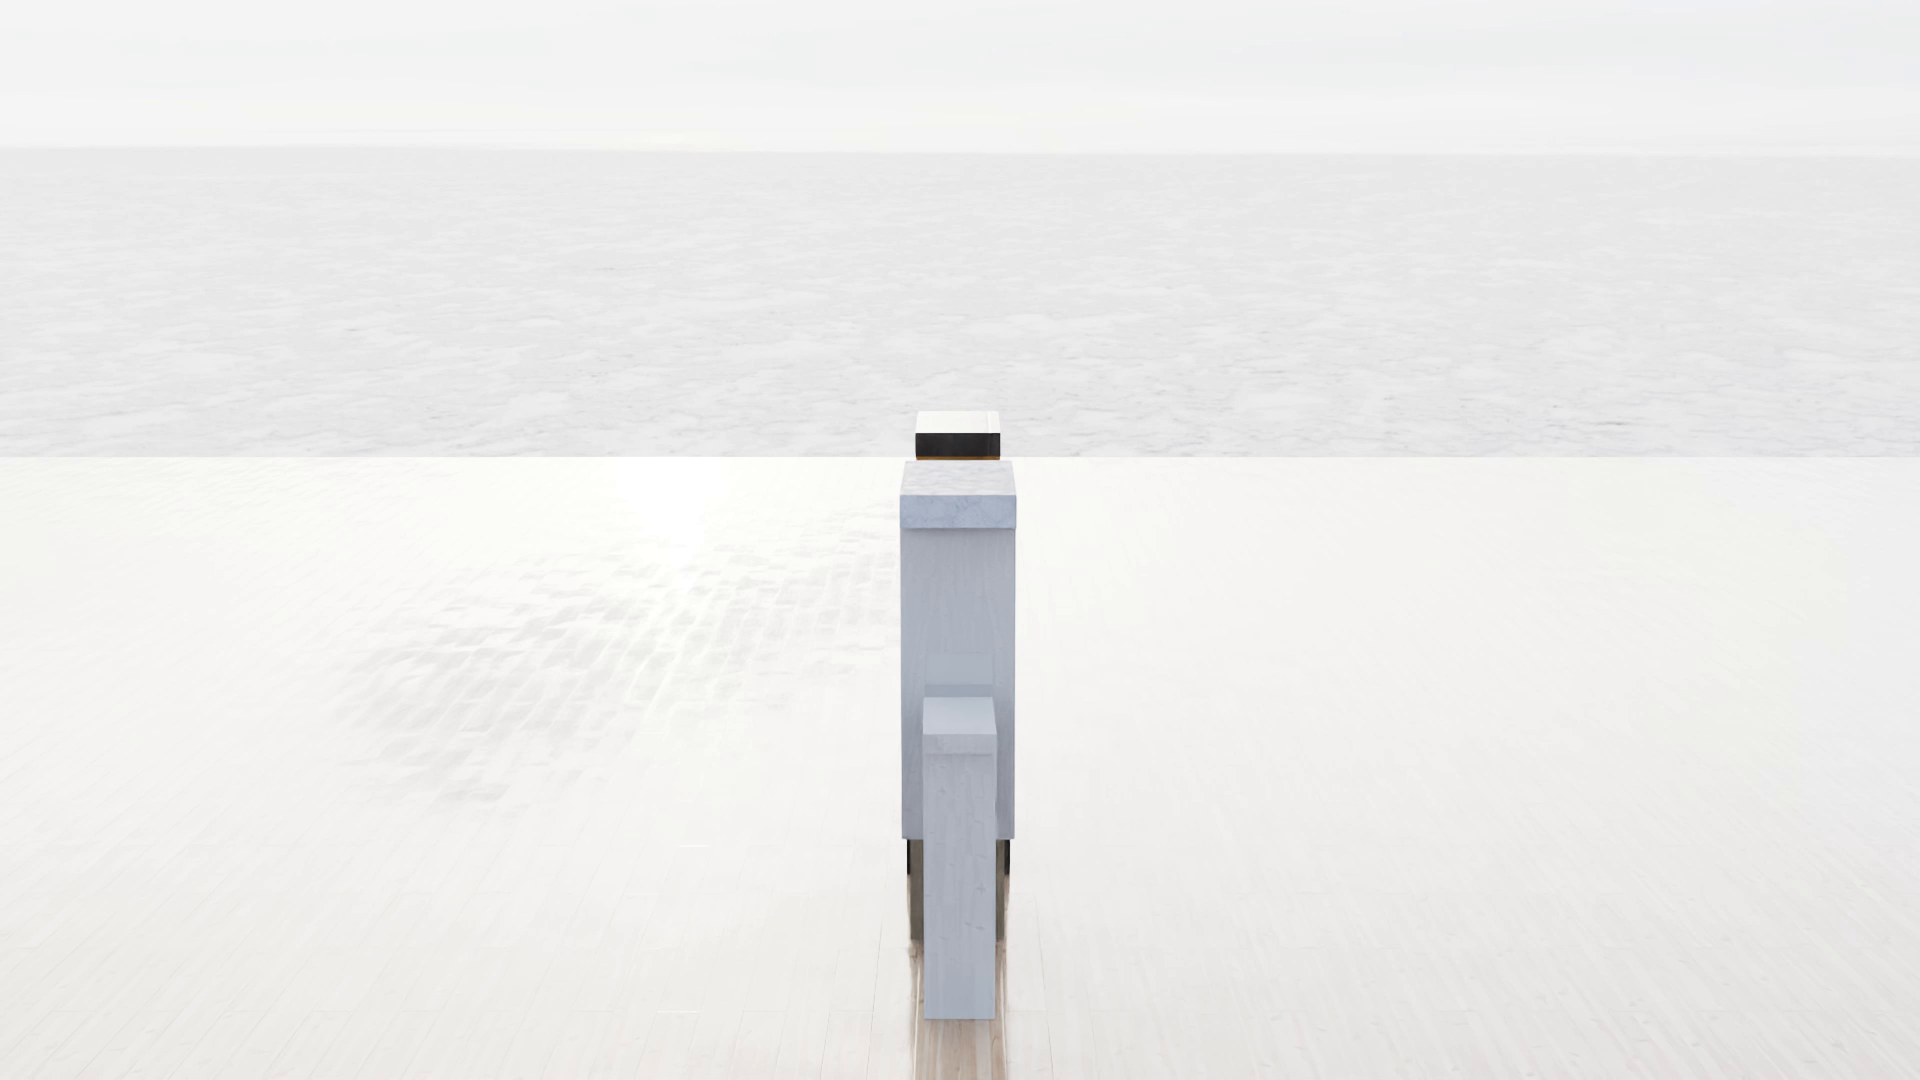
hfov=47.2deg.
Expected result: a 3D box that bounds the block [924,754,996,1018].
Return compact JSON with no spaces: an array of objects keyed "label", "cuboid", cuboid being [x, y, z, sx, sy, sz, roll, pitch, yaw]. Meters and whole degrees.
[{"label":"block","cuboid":[0.000,0.488,3.128,0.102,0.399,0.029,0,11,0]}]

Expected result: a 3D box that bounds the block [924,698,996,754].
[{"label":"block","cuboid":[-0.002,0.265,3.156,0.102,0.029,0.203,0,11,-1]}]

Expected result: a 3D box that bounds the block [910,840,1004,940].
[{"label":"block","cuboid":[-0.004,0.480,3.455,0.148,0.295,0.042,0,11,0]}]

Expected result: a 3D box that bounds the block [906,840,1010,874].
[{"label":"block","cuboid":[-0.003,0.394,3.755,0.177,0.355,0.050,0,11,0]}]

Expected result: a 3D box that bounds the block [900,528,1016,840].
[{"label":"block","cuboid":[-0.003,0.211,3.313,0.172,0.486,0.049,0,11,0]}]

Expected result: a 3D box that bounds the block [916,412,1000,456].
[{"label":"block","cuboid":[-0.004,-0.191,3.931,0.147,0.042,0.294,0,11,0]}]

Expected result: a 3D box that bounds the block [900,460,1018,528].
[{"label":"block","cuboid":[-0.003,-0.073,3.377,0.172,0.049,0.344,0,11,0]}]

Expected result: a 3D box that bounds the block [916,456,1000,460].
[{"label":"block","cuboid":[-0.004,-0.008,3.865,0.147,0.294,0.042,0,11,0]}]
